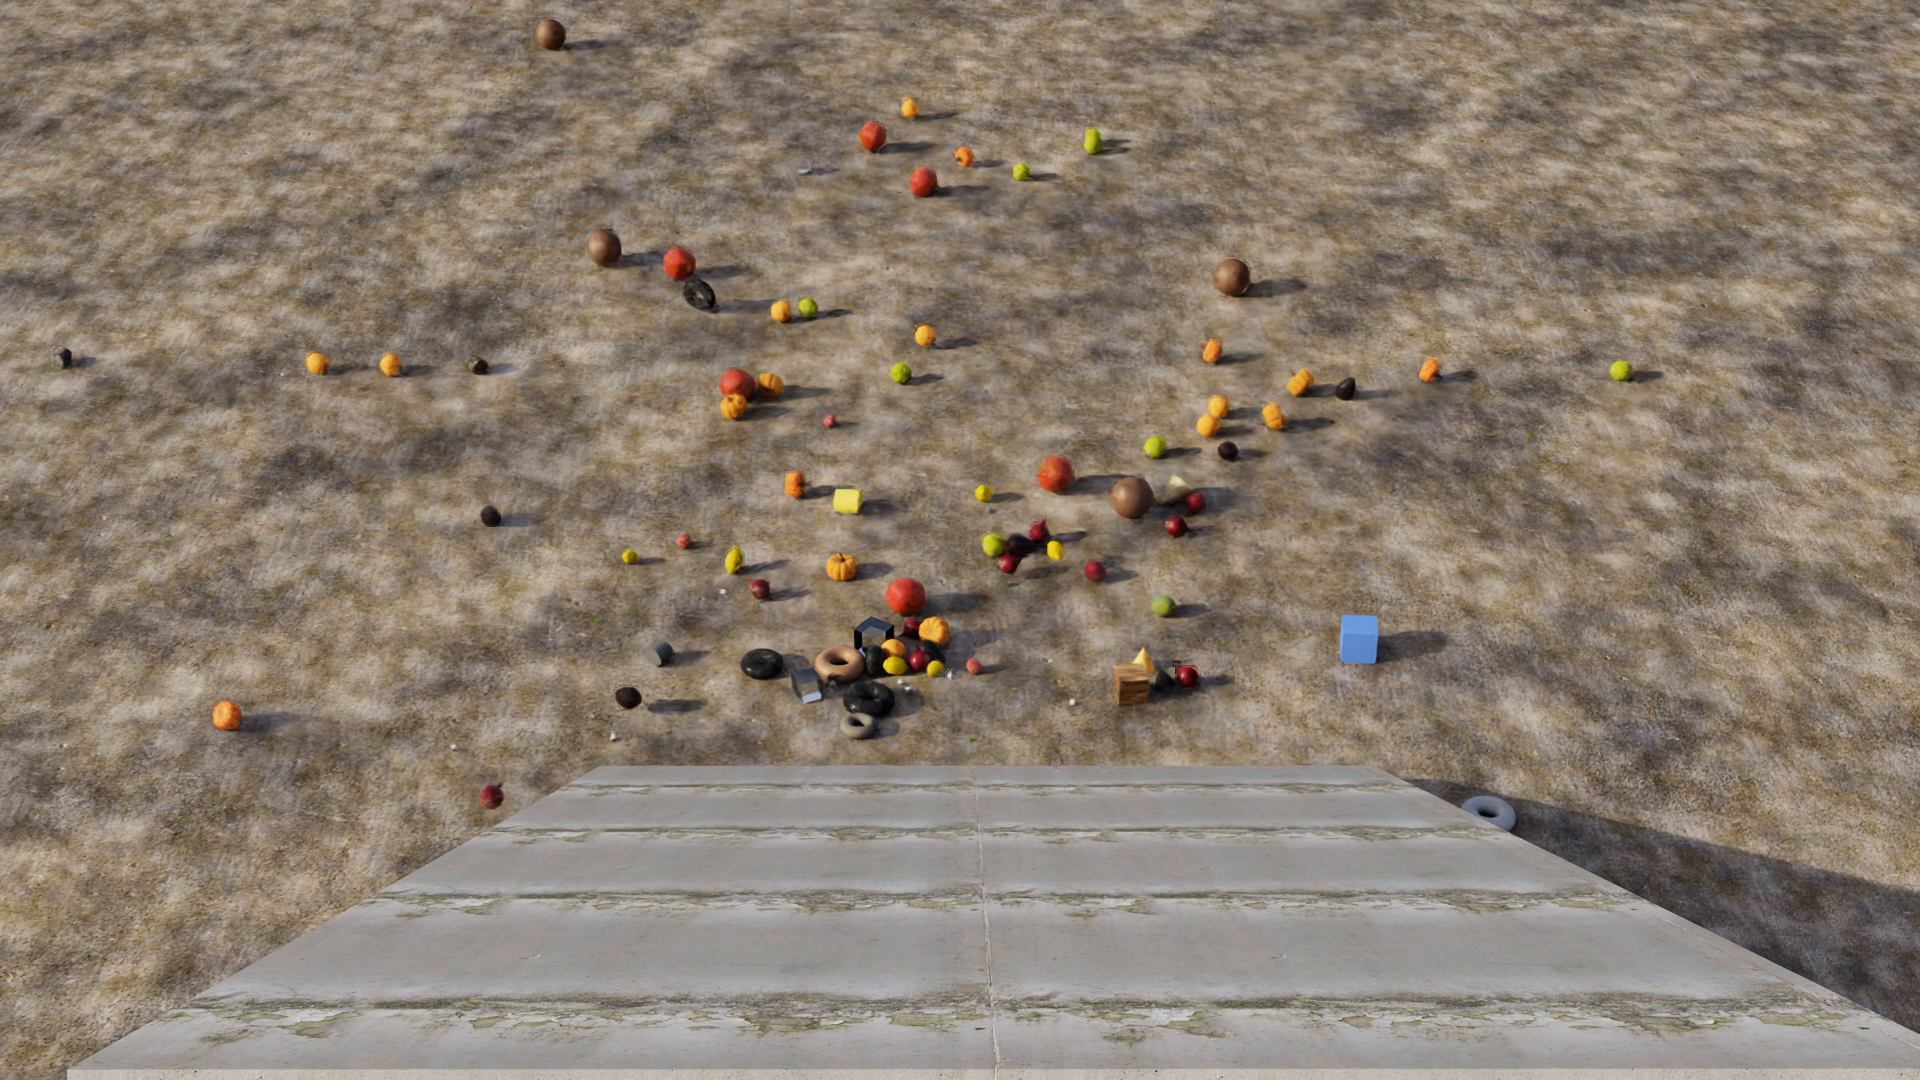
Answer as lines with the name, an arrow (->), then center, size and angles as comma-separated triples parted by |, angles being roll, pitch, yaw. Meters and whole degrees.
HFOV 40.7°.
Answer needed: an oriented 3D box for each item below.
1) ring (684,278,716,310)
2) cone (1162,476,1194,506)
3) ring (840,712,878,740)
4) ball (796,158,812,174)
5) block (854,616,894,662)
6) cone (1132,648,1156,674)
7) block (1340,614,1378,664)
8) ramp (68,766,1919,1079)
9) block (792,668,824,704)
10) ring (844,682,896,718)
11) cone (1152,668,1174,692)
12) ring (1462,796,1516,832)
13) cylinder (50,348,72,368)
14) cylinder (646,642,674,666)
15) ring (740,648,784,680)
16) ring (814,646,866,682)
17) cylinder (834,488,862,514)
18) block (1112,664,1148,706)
ring -> -0.918, -0.864, 9.117 | 0.127, 0.127, 0.042 | 16, 42, 25
cone -> 0.653, -0.133, 7.997 | 0.096, 0.096, 0.096 | -42, 45, -12
ring -> -0.271, 0.500, 6.965 | 0.101, 0.034, 0.101 | 1, 30, 0
ball -> -0.614, -1.471, 10.179 | 0.062, 0.062, 0.062 | 0, 31, 0
block -> -0.241, 0.279, 7.283 | 0.081, 0.081, 0.081 | 19, 36, 28
cone -> 0.510, 0.328, 7.211 | 0.072, 0.072, 0.072 | 0, 31, 0
block -> 1.119, 0.278, 7.270 | 0.096, 0.096, 0.096 | 3, 31, 4
ramp -> 0.070, 0.617, 4.695 | 2.000, 0.100, 4.000 | 0, 0, 0
block -> -0.418, 0.399, 7.102 | 0.063, 0.063, 0.063 | -16, 35, -24
ring -> -0.247, 0.435, 7.058 | 0.143, 0.048, 0.143 | 1, 31, -1
cone -> 0.549, 0.397, 7.140 | 0.061, 0.061, 0.061 | -44, 47, -14
ring -> 1.348, 0.705, 6.615 | 0.144, 0.048, 0.144 | 0, 30, 0
cylinder -> -3.049, -0.617, 8.781 | 0.054, 0.054, 0.054 | 8, 35, 13
cylinder -> -0.839, 0.318, 7.245 | 0.053, 0.053, 0.053 | 20, 37, 29
ring -> -0.551, 0.344, 7.214 | 0.122, 0.041, 0.122 | 1, 32, -1
ring -> -0.333, 0.345, 7.206 | 0.144, 0.048, 0.144 | -1, 32, 0
cylinder -> -0.344, -0.119, 7.945 | 0.073, 0.073, 0.073 | 6, 32, 9
block -> 0.467, 0.397, 7.089 | 0.080, 0.080, 0.080 | -5, 32, -9
